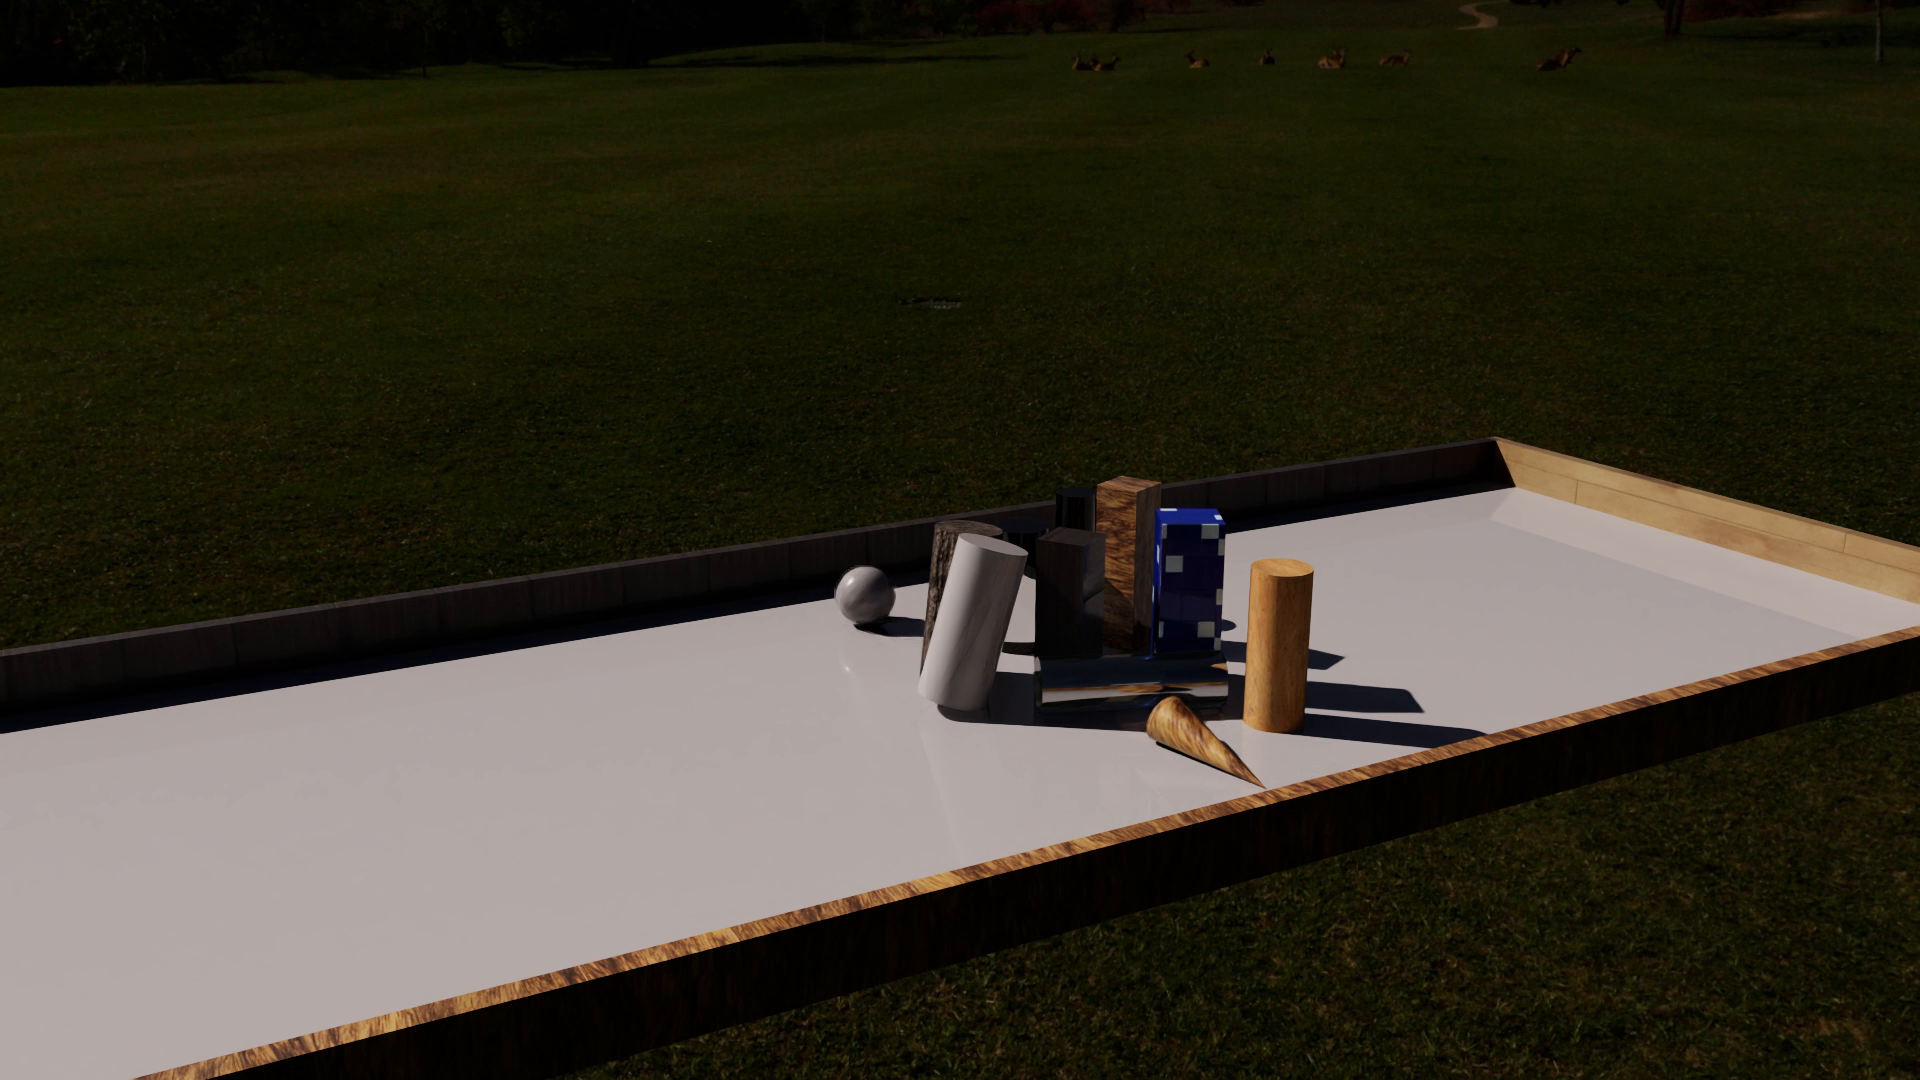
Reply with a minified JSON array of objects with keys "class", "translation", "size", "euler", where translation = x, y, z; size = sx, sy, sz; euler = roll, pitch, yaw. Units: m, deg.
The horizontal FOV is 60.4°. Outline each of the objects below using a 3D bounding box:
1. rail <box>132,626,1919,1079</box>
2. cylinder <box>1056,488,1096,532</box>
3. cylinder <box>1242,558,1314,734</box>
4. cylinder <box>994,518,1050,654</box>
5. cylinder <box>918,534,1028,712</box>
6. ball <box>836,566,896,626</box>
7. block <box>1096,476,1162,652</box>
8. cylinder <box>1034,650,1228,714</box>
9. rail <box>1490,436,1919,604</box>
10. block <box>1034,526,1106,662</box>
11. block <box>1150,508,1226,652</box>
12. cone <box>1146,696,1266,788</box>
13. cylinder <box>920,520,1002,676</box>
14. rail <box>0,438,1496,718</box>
[{"class":"rail","translation":[-2.336,1.006,1.665],"size":[12.000,0.150,0.050],"euler":[-9,18,-27]},{"class":"cylinder","translation":[0.320,0.037,4.605],"size":[0.110,0.352,0.110],"euler":[0,16,0]},{"class":"cylinder","translation":[0.741,0.245,3.844],"size":[0.142,0.381,0.142],"euler":[0,16,0]},{"class":"cylinder","translation":[0.160,0.122,4.353],"size":[0.146,0.331,0.146],"euler":[0,16,0]},{"class":"cylinder","translation":[0.030,0.196,3.940],"size":[0.172,0.390,0.172],"euler":[15,10,-3]},{"class":"ball","translation":[-0.260,0.154,4.541],"size":[0.164,0.164,0.164],"euler":[0,16,0]},{"class":"block","translation":[0.442,0.063,4.362],"size":[0.121,0.438,0.121],"euler":[12,20,36]},{"class":"cylinder","translation":[0.409,0.340,3.959],"size":[0.446,0.136,0.136],"euler":[-2,16,-5]},{"class":"rail","translation":[2.466,-0.048,5.253],"size":[0.050,0.150,2.100],"euler":[-9,18,-27]},{"class":"block","translation":[0.273,0.172,4.103],"size":[0.128,0.377,0.128],"euler":[9,19,28]},{"class":"block","translation":[0.561,0.150,4.077],"size":[0.151,0.431,0.151],"euler":[0,16,0]},{"class":"cone","translation":[0.564,0.471,3.652],"size":[0.114,0.114,0.327],"euler":[-12,30,-34]},{"class":"cylinder","translation":[0.002,0.157,4.106],"size":[0.169,0.386,0.169],"euler":[6,13,-1]},{"class":"rail","translation":[-3.305,0.497,3.399],"size":[12.000,0.150,0.050],"euler":[-9,18,-27]}]
